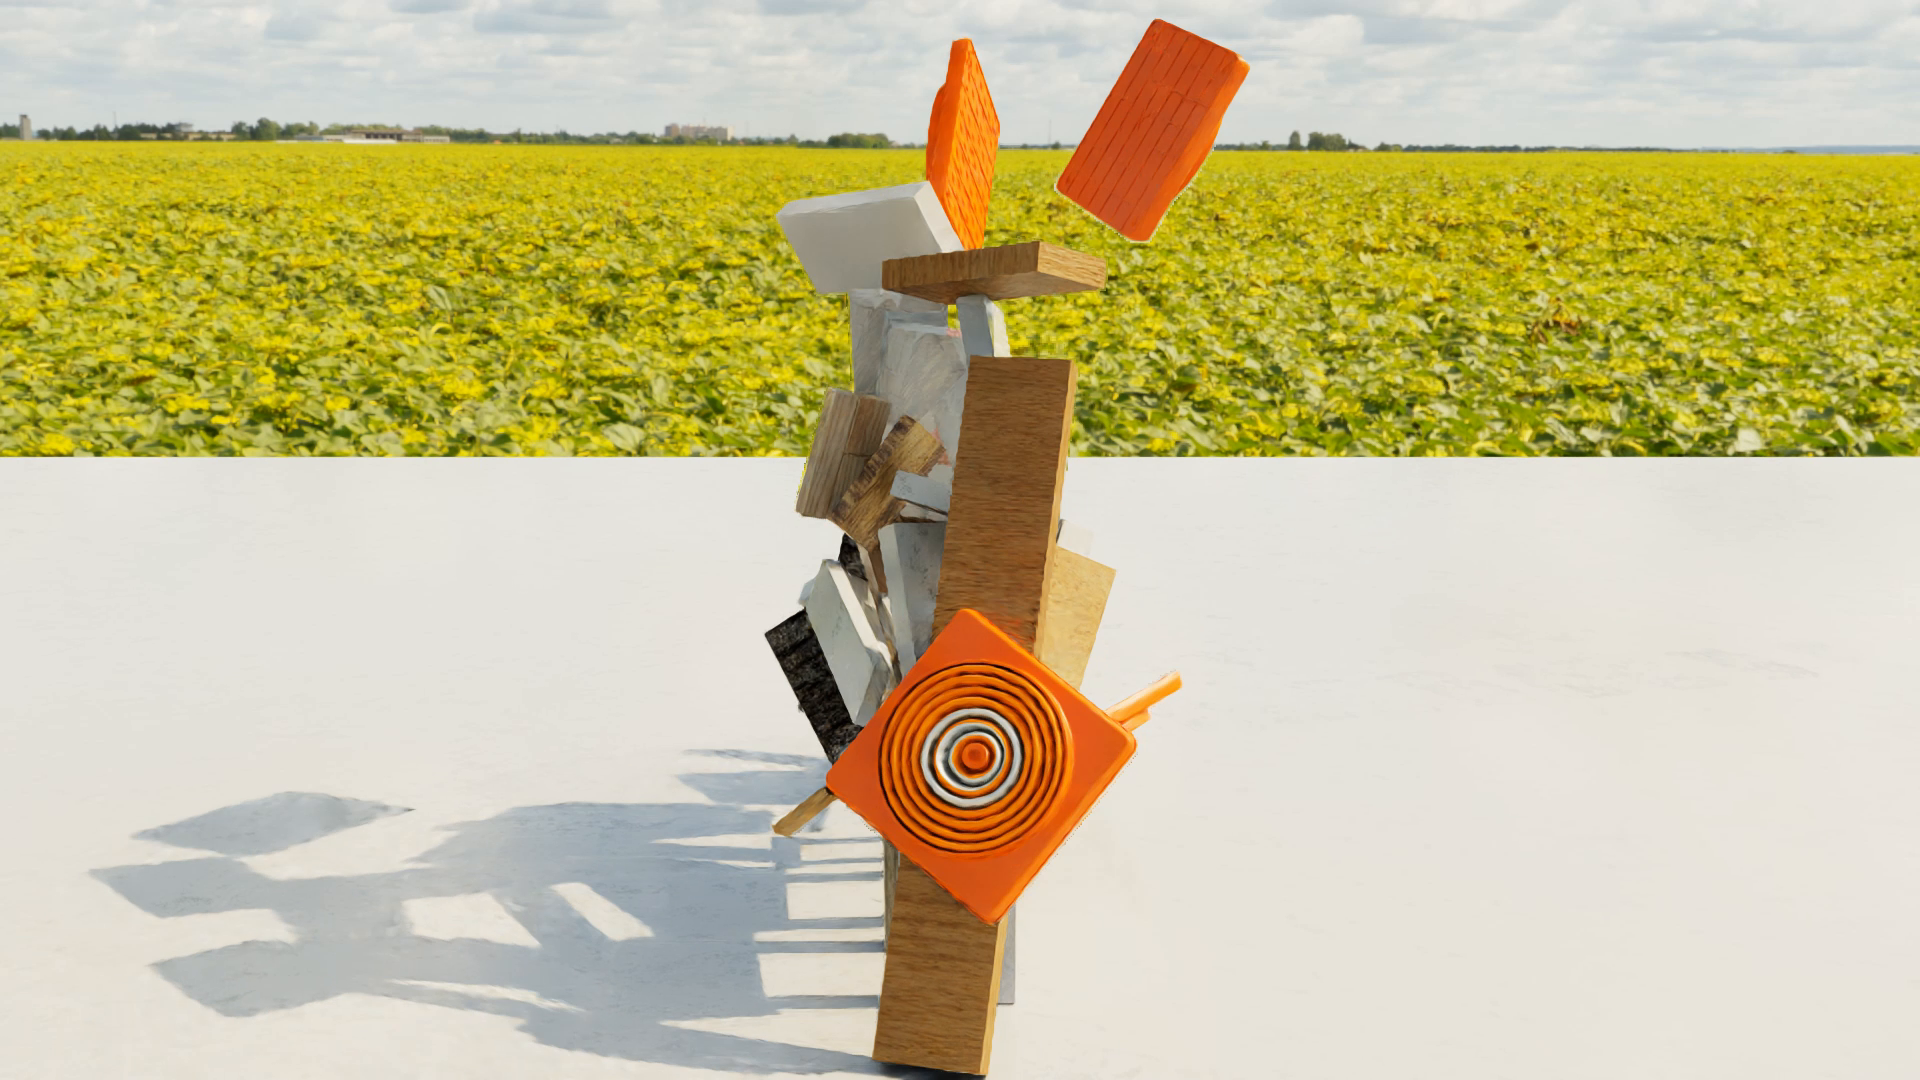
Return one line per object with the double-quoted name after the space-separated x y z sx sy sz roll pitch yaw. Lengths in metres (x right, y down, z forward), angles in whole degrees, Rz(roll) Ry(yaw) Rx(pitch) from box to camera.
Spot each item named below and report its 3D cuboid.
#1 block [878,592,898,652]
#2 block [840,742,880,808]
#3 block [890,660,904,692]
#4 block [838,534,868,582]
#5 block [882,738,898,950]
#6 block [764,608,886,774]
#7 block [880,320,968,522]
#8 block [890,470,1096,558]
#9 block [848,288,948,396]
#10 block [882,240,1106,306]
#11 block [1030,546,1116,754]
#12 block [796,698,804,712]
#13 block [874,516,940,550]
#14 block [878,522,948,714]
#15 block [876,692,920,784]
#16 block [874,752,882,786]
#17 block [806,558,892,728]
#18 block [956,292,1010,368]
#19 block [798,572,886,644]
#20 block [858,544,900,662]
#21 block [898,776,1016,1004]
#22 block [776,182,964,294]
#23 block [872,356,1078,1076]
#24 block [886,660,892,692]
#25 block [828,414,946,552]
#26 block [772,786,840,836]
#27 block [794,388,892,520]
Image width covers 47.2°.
-0.027 0.169 3.611 0.148 0.042 0.296 -3 27 -16 "block"
-0.163 0.382 3.564 0.052 0.104 0.015 -4 9 11 "block"
-0.025 0.252 3.618 0.159 0.045 0.319 -1 11 -6 "block"
-0.119 -0.050 3.999 0.163 0.327 0.046 13 12 2 "block"
-0.034 0.463 3.417 0.169 0.338 0.048 -1 6 -4 "block"
-0.218 0.253 3.874 0.141 0.284 0.040 -32 -12 19 "block"
-0.055 -0.194 3.647 0.161 0.321 0.046 8 22 1 "block"
0.049 -0.039 3.302 0.281 0.040 0.140 17 -2 24 "block"
-0.098 -0.262 3.681 0.161 0.321 0.046 -4 23 -4 "block"
0.047 -0.390 3.233 0.303 0.043 0.152 0 -5 42 "block"
0.117 0.150 3.174 0.140 0.281 0.040 22 -14 -15 "block"
-0.276 0.311 4.344 0.092 0.046 0.013 -9 29 -13 "block"
-0.085 -0.081 3.810 0.148 0.042 0.296 7 36 -6 "block"
-0.035 0.114 3.312 0.140 0.281 0.040 -2 -11 -40 "block"
-0.022 0.290 3.286 0.169 0.048 0.338 -2 11 -8 "block"
-0.117 0.372 3.865 0.088 0.025 0.175 -36 12 1 "block"
-0.182 0.159 3.521 0.028 0.099 0.400 13 20 -21 "block"
0.056 -0.208 3.317 0.043 0.303 0.152 -12 -8 11 "block"
-0.139 0.140 3.990 0.283 0.040 0.141 26 -24 -16 "block"
-0.081 0.067 3.809 0.148 0.296 0.042 -6 -31 -19 "block"
-0.004 0.503 3.201 0.169 0.338 0.048 0 6 -1 "block"
-0.146 -0.495 3.628 0.321 0.161 0.046 0 40 42 "block"
0.027 0.226 3.085 0.152 1.010 0.043 4 -15 17 "block"
-0.134 0.276 4.333 0.092 0.046 0.013 42 42 22 "block"
-0.112 -0.087 3.376 0.028 0.199 0.099 33 -5 37 "block"
-0.243 0.427 3.459 0.104 0.015 0.052 -38 -19 6 "block"
-0.180 -0.128 3.389 0.099 0.199 0.028 9 15 -32 "block"
